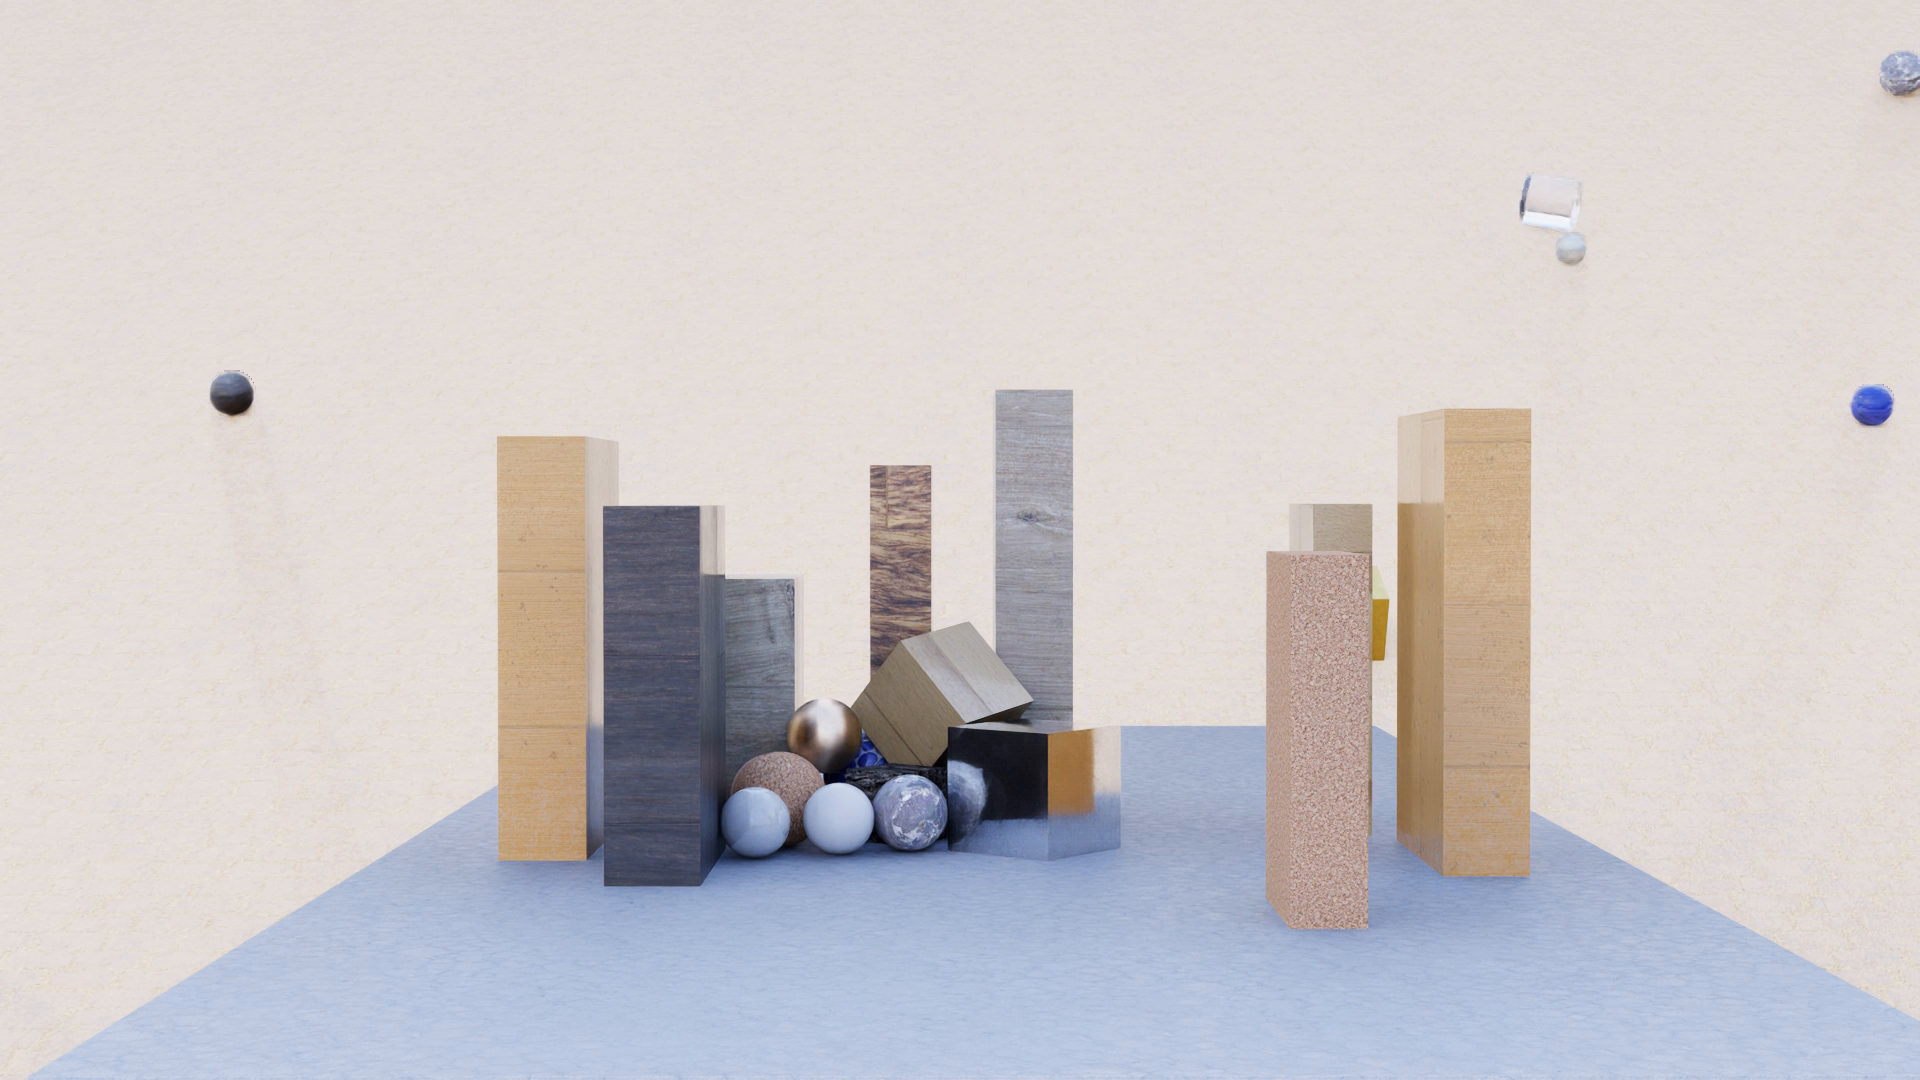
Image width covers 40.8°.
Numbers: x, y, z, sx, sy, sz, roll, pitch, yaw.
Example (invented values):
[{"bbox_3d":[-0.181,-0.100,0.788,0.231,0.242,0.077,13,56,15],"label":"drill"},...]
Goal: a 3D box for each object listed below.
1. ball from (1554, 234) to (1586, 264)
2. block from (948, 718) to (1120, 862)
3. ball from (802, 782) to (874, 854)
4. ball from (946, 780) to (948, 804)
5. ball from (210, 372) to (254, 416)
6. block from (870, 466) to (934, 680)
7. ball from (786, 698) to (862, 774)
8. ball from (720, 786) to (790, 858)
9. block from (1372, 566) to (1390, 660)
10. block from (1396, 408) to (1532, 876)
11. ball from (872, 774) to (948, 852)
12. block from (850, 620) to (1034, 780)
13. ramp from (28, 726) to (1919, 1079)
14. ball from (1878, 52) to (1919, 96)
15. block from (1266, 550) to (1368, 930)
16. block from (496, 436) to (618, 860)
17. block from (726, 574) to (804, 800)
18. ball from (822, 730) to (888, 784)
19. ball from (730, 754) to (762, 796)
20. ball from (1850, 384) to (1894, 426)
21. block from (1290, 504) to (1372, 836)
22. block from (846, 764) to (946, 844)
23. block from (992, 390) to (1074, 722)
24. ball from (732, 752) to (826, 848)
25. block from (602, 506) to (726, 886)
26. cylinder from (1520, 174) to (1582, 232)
[{"bbox_3d":[2.292,-1.093,9.691,0.117,0.117,0.117,0,27,0],"label":"ball"},{"bbox_3d":[0.123,0.409,4.270,0.205,0.205,0.205,1,1,38],"label":"block"},{"bbox_3d":[-0.198,0.454,4.211,0.117,0.117,0.117,0,27,0],"label":"ball"},{"bbox_3d":[0.001,0.444,4.644,0.123,0.123,0.123,0,27,0],"label":"ball"},{"bbox_3d":[-2.392,-0.481,8.481,0.142,0.142,0.142,0,27,0],"label":"ball"},{"bbox_3d":[-0.107,0.182,4.870,0.111,0.641,0.397,0,1,0],"label":"block"},{"bbox_3d":[-0.235,0.339,4.480,0.131,0.131,0.131,0,27,0],"label":"ball"},{"bbox_3d":[-0.331,0.456,4.168,0.115,0.115,0.115,0,27,0],"label":"ball"},{"bbox_3d":[1.062,0.202,7.106,0.192,0.192,0.192,-1,27,-1],"label":"block"},{"bbox_3d":[0.808,0.154,4.169,0.133,0.718,0.421,0,1,0],"label":"block"},{"bbox_3d":[-0.083,0.449,4.250,0.126,0.126,0.126,0,27,0],"label":"ball"},{"bbox_3d":[-0.034,0.290,4.517,0.189,0.189,0.189,-14,58,-50],"label":"block"},{"bbox_3d":[0.062,0.557,4.594,2.000,0.100,4.000,0,1,0],"label":"ramp"},{"bbox_3d":[4.200,-2.081,11.516,0.195,0.195,0.195,0,27,0],"label":"ball"},{"bbox_3d":[0.497,0.270,3.611,0.105,0.504,0.276,0,1,0],"label":"block"},{"bbox_3d":[-0.671,0.171,4.344,0.141,0.681,0.413,0,1,0],"label":"block"},{"bbox_3d":[-0.357,0.286,4.650,0.137,0.440,0.267,0,1,0],"label":"block"},{"bbox_3d":[-0.154,0.417,4.586,0.179,0.179,0.179,0,27,0],"label":"ball"},{"bbox_3d":[-0.324,0.438,4.448,0.142,0.142,0.142,0,27,0],"label":"ball"},{"bbox_3d":[2.969,-0.438,8.407,0.134,0.134,0.134,0,27,0],"label":"ball"},{"bbox_3d":[0.658,0.221,4.598,0.102,0.571,0.319,0,1,0],"label":"block"},{"bbox_3d":[-0.108,0.449,4.397,0.121,0.121,0.121,1,1,40],"label":"block"},{"bbox_3d":[0.131,0.117,4.756,0.138,0.773,0.366,0,1,0],"label":"block"},{"bbox_3d":[-0.301,0.432,4.300,0.159,0.159,0.159,0,27,0],"label":"ball"},{"bbox_3d":[-0.461,0.230,4.071,0.145,0.570,0.425,0,1,0],"label":"block"},{"bbox_3d":[2.292,-1.309,10.023,0.196,0.196,0.196,12,30,21],"label":"cylinder"}]
